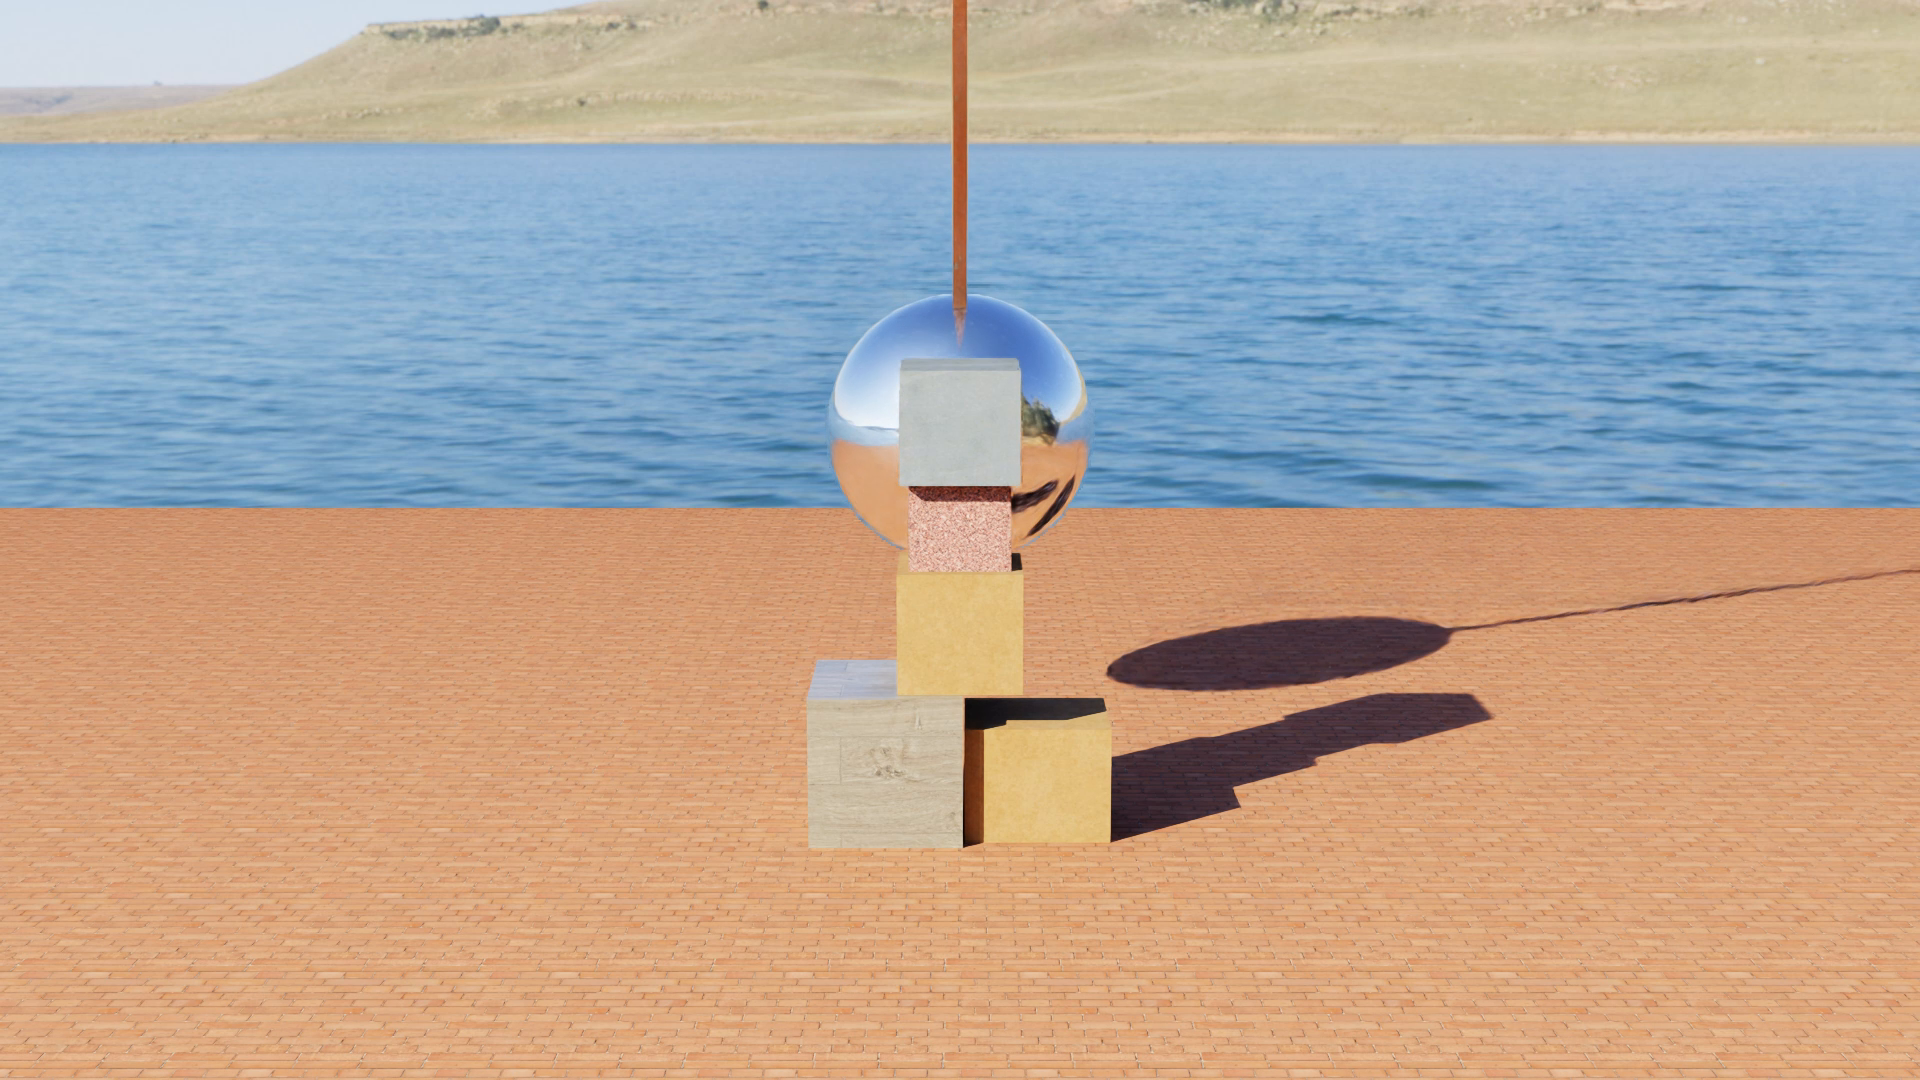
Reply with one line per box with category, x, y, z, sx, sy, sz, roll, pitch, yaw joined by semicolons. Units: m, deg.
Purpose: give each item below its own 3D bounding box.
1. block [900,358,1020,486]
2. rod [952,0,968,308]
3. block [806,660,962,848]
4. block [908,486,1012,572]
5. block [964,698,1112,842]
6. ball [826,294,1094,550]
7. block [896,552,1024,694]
block;0.000;-0.601;11.065;0.593;0.567;0.635;0;10;0
rod;0.000;-3.602;11.439;0.080;5.200;0.080;0;31;0
block;-0.374;1.094;11.396;0.775;0.770;0.845;0;10;0
block;0.000;-0.106;11.176;0.512;0.447;0.481;0;10;0
block;0.392;1.185;11.401;0.738;0.590;0.645;0;10;0
ball;0.000;-0.673;13.166;1.600;1.600;1.600;0;10;0
block;0.000;0.421;11.239;0.629;0.611;0.600;0;10;0
